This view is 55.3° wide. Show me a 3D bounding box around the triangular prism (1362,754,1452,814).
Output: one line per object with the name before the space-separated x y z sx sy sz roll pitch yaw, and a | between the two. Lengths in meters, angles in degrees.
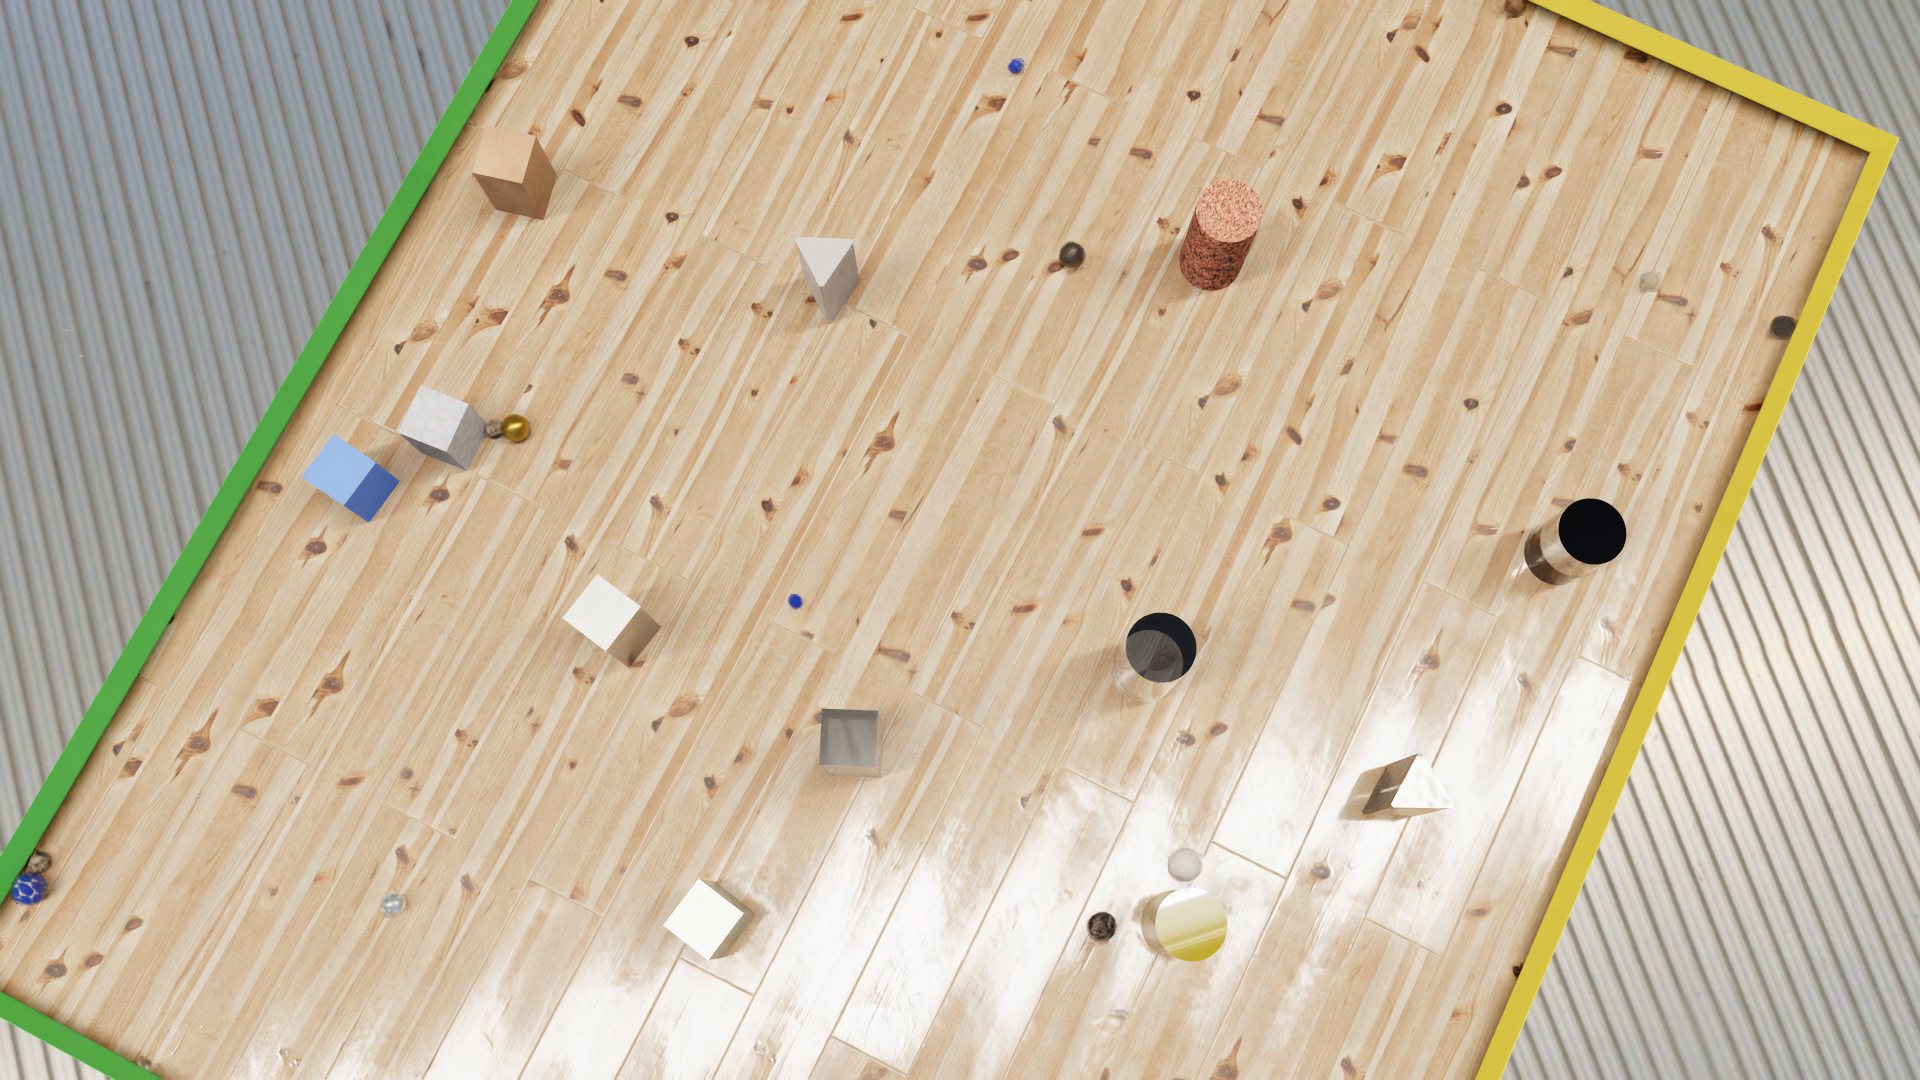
triangular prism | 1.282 0.703 5.277 0.170 0.380 0.148 0 78 0

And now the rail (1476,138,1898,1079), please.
rail | 1.823 0.899 5.364 0.045 0.128 4.929 26 80 5

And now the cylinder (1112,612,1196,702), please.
cylinder | 0.556 0.346 5.299 0.197 0.482 0.197 0 78 0

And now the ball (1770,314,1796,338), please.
ball | 2.568 -0.666 5.717 0.074 0.074 0.074 0 78 0

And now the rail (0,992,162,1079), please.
rail | -1.092 2.145 5.106 4.123 0.128 0.045 26 80 5

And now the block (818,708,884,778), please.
block | -0.310 0.590 5.296 0.157 0.389 0.157 2 78 0

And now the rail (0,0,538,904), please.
rail | -1.823 -0.886 5.734 0.045 0.128 4.929 26 80 5

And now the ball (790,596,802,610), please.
ball | -0.497 0.189 5.557 0.041 0.041 0.041 0 78 0

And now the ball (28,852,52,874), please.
ball | -2.707 0.949 5.389 0.062 0.062 0.062 0 78 0

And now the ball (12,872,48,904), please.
ball | -2.719 1.019 5.359 0.092 0.092 0.092 0 78 0

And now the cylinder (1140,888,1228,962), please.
cylinder | 0.629 1.087 5.182 0.197 0.411 0.197 0 78 0

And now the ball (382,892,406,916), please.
ball | -1.656 1.064 5.360 0.071 0.071 0.071 0 78 0

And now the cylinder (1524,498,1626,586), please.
cylinder | 1.824 0.008 5.447 0.197 0.329 0.197 0 78 0

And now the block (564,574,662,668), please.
block | -1.016 0.243 5.378 0.157 0.370 0.157 36 81 7

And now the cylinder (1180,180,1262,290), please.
cylinder | 0.792 -0.925 5.593 0.197 0.421 0.197 0 78 0

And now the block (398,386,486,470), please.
block | -1.565 -0.337 5.563 0.157 0.241 0.157 21 79 4

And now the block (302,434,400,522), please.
block | -1.837 -0.184 5.533 0.157 0.238 0.157 33 80 6

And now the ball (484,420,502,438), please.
ball | -1.439 -0.345 5.660 0.055 0.055 0.055 0 78 0

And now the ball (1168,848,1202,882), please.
ball | 0.662 0.952 5.369 0.098 0.098 0.098 0 78 0

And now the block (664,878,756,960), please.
block | -0.709 1.082 5.226 0.157 0.327 0.157 36 81 7

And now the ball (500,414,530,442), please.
ball | -1.370 -0.345 5.644 0.086 0.086 0.086 0 78 0

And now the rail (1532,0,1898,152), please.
rail | 1.092 -2.131 5.991 4.123 0.128 0.045 26 80 5

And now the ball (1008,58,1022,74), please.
ball | 0.179 -1.526 5.908 0.048 0.048 0.048 0 78 0

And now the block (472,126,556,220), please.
block | -1.383 -1.139 5.701 0.157 0.297 0.157 13 79 3

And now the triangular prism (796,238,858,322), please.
triangular prism | -0.426 -0.823 5.610 0.148 0.347 0.170 32 80 6

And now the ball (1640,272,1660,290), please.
ball | 2.164 -0.813 5.755 0.059 0.059 0.059 0 78 0

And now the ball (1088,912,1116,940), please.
ball | 0.416 1.125 5.341 0.084 0.084 0.084 0 78 0

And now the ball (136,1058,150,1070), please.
ball | -2.355 1.515 5.282 0.040 0.040 0.040 0 78 0

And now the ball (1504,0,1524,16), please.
ball | 1.798 -1.734 5.943 0.064 0.064 0.064 0 78 0

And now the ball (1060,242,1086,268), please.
ball | 0.353 -0.895 5.760 0.082 0.082 0.082 0 78 0
